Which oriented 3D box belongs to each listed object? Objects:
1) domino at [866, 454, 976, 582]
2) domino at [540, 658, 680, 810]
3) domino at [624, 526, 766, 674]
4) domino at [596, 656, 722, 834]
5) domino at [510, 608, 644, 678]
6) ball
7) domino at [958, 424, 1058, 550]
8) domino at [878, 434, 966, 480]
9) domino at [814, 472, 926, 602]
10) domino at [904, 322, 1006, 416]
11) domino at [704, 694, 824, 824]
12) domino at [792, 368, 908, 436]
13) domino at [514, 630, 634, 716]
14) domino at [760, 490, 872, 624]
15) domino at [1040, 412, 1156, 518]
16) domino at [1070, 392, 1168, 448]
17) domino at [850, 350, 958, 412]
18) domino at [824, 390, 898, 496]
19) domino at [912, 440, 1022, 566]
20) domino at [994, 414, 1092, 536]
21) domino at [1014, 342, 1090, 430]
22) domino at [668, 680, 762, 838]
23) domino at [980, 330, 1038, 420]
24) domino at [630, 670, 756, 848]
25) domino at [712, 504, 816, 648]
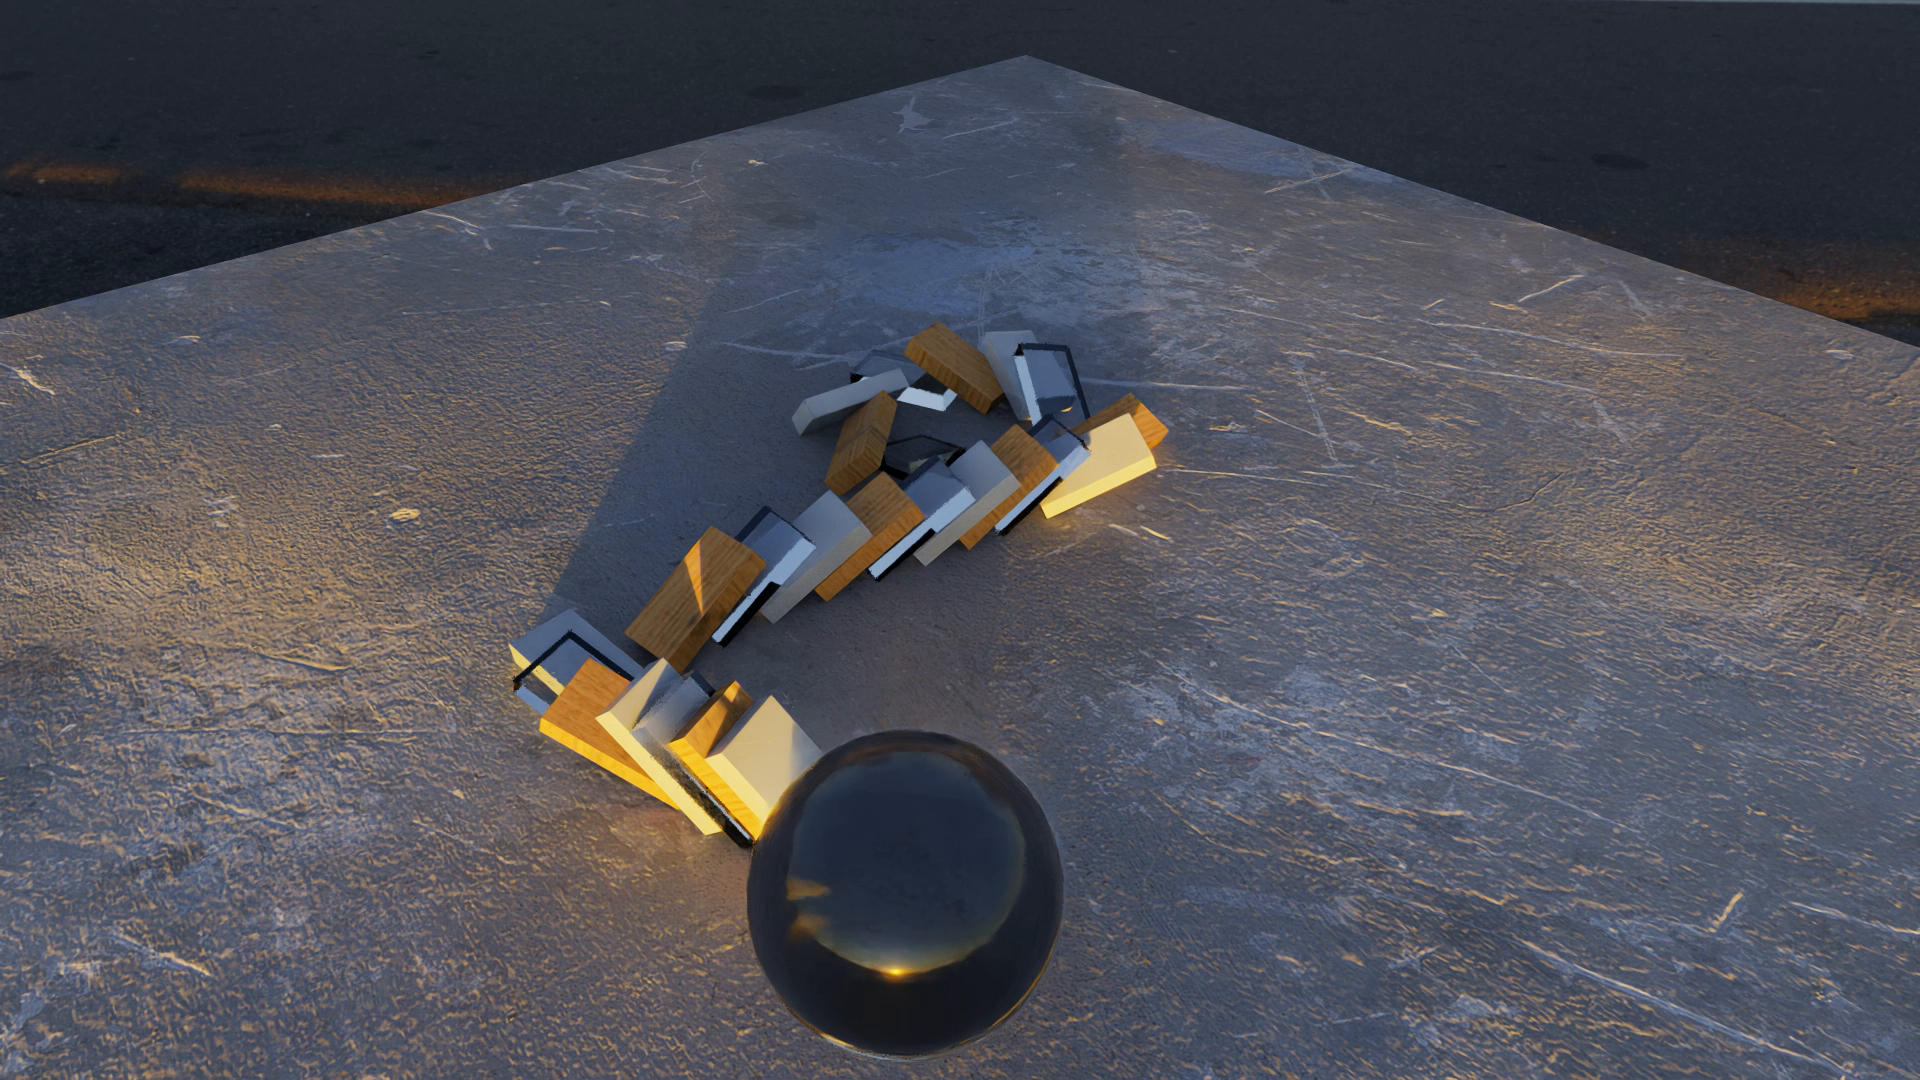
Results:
[{"bbox_3d":[-0.021,-0.009,0.435,0.050,0.010,0.025,-40,48,0],"label":"domino"},{"bbox_3d":[-0.104,0.061,0.350,0.050,0.009,0.025,30,49,-2],"label":"domino"},{"bbox_3d":[-0.096,0.021,0.400,0.025,0.009,0.050,27,73,32],"label":"domino"},{"bbox_3d":[-0.085,0.064,0.339,0.010,0.050,0.025,-25,19,43],"label":"domino"},{"bbox_3d":[-0.134,0.045,0.388,0.050,0.010,0.025,30,48,31],"label":"domino"},{"bbox_3d":[-0.014,0.089,0.280,0.080,0.080,0.080,0,39,0],"label":"ball"},{"bbox_3d":[0.013,-0.022,0.450,0.050,0.010,0.025,-43,49,-1],"label":"domino"},{"bbox_3d":[-0.018,-0.035,0.470,0.025,0.009,0.050,-17,18,-19],"label":"domino"},{"bbox_3d":[-0.041,-0.002,0.428,0.050,0.010,0.025,-41,48,-3],"label":"domino"},{"bbox_3d":[0.001,-0.083,0.530,0.050,0.010,0.025,38,46,9],"label":"domino"},{"bbox_3d":[-0.050,0.073,0.327,0.010,0.050,0.025,-25,19,43],"label":"domino"},{"bbox_3d":[-0.051,-0.064,0.509,0.050,0.025,0.009,-23,86,-25],"label":"domino"},{"bbox_3d":[-0.118,0.054,0.363,0.050,0.009,0.025,35,49,7],"label":"domino"},{"bbox_3d":[-0.060,0.006,0.419,0.050,0.010,0.025,-42,50,-6],"label":"domino"},{"bbox_3d":[0.054,-0.031,0.463,0.050,0.010,0.025,-25,56,5],"label":"domino"},{"bbox_3d":[0.068,-0.045,0.491,0.050,0.009,0.025,-33,74,-34],"label":"domino"},{"bbox_3d":[-0.026,-0.079,0.540,0.050,0.010,0.025,16,42,18],"label":"domino"},{"bbox_3d":[-0.043,-0.043,0.485,0.025,0.009,0.050,-33,28,29],"label":"domino"},{"bbox_3d":[-0.003,-0.015,0.442,0.050,0.009,0.025,-40,49,2],"label":"domino"},{"bbox_3d":[0.027,-0.027,0.458,0.050,0.009,0.025,-43,49,-1],"label":"domino"},{"bbox_3d":[0.043,-0.068,0.508,0.025,0.010,0.050,-1,60,-22],"label":"domino"},{"bbox_3d":[-0.061,0.070,0.331,0.010,0.050,0.025,-25,19,43],"label":"domino"},{"bbox_3d":[0.031,-0.079,0.526,0.025,0.010,0.050,-7,55,-25],"label":"domino"},{"bbox_3d":[-0.073,0.067,0.335,0.010,0.050,0.025,-25,20,43],"label":"domino"},{"bbox_3d":[-0.080,0.013,0.410,0.025,0.010,0.050,33,76,34],"label":"domino"}]
